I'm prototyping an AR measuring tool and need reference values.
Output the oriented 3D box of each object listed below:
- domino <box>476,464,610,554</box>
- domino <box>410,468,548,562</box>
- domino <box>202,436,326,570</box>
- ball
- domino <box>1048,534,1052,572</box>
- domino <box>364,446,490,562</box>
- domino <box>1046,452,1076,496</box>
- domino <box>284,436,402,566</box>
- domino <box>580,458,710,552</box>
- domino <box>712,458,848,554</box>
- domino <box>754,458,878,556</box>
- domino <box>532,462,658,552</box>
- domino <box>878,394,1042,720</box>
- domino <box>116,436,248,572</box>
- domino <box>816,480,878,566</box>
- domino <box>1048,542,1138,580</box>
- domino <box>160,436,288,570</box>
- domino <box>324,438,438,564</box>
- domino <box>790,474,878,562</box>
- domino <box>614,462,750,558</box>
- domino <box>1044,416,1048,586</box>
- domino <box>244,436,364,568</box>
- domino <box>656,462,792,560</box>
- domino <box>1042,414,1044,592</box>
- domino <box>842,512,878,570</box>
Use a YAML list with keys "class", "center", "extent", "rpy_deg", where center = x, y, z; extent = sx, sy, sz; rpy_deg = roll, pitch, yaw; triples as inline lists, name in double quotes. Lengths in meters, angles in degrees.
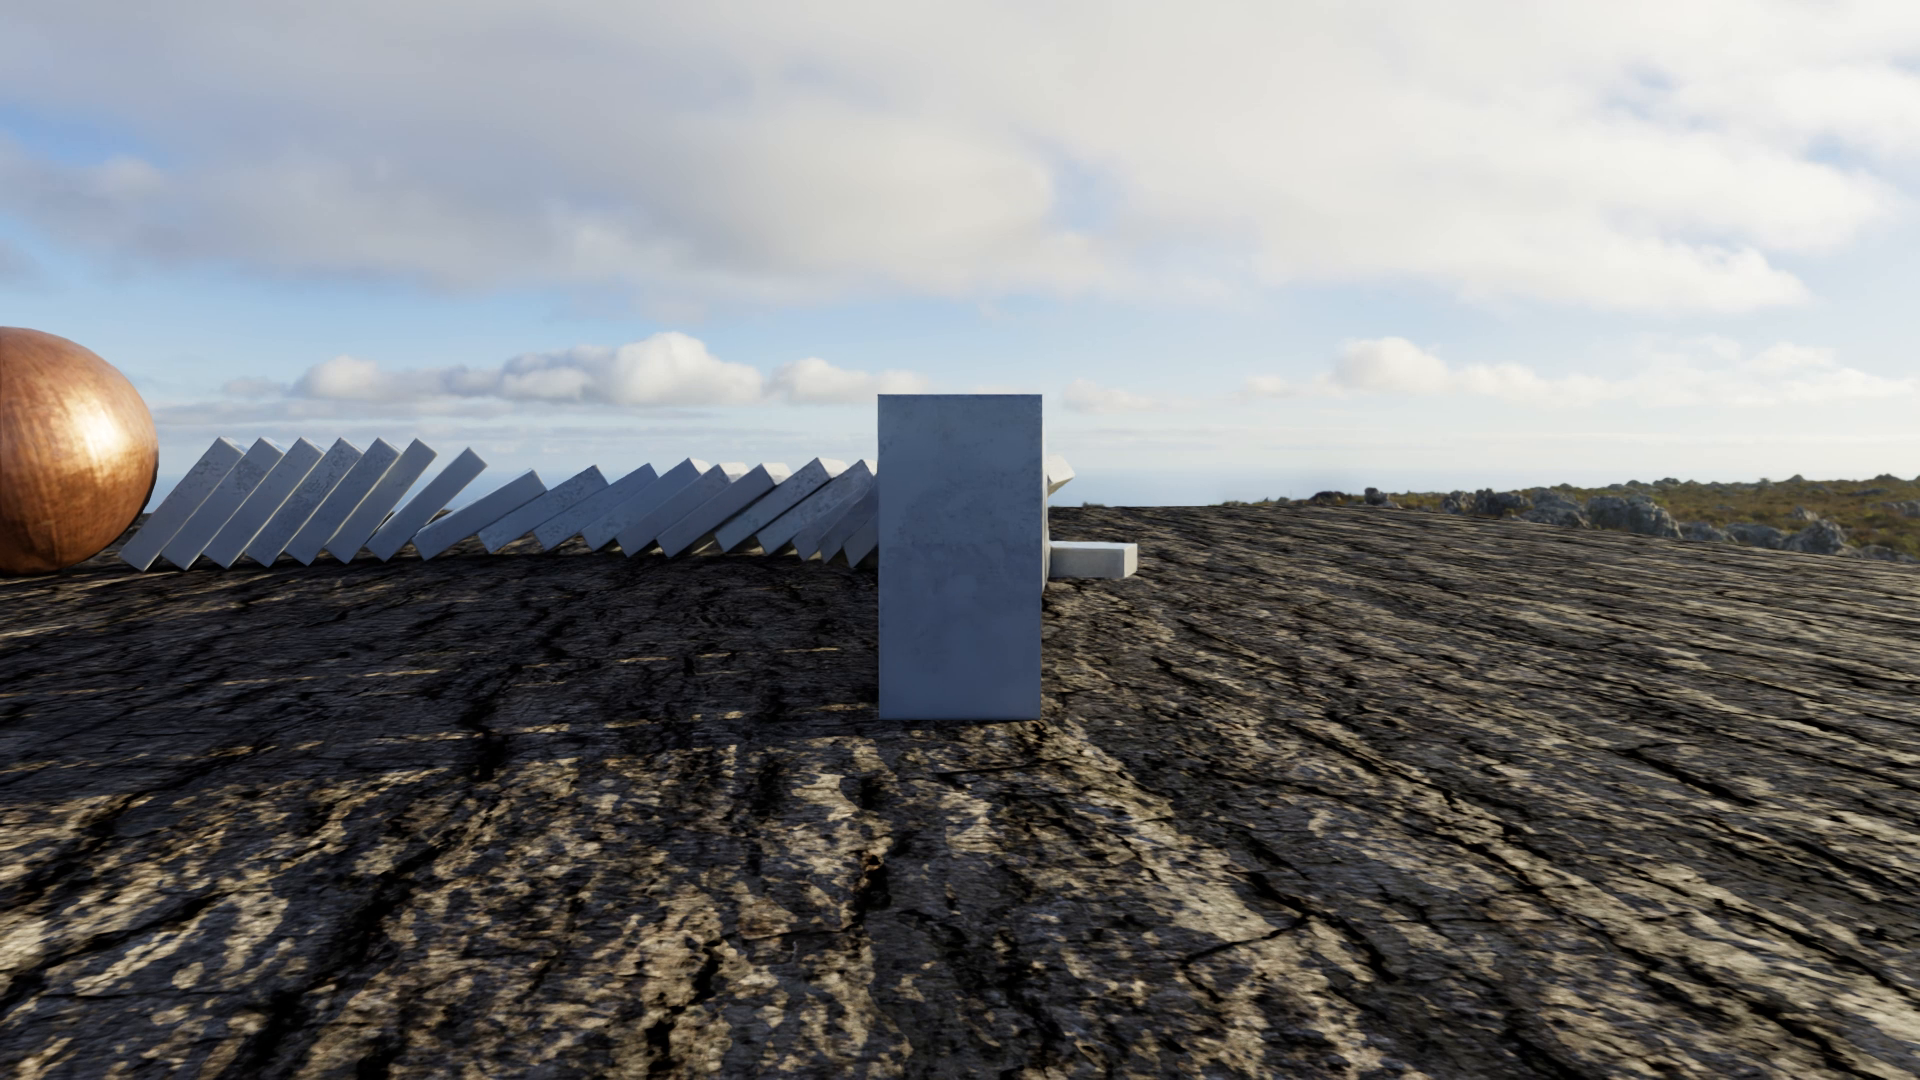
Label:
- class: "domino"
  center: [-0.160, -0.012, 0.490]
  extent: [0.050, 0.010, 0.025]
  rpy_deg: [-33, 11, -17]
- class: "domino"
  center: [-0.181, -0.010, 0.482]
  extent: [0.050, 0.009, 0.025]
  rpy_deg: [-33, 16, -17]
- class: "domino"
  center: [-0.242, -0.014, 0.448]
  extent: [0.009, 0.050, 0.025]
  rpy_deg: [40, -11, -20]
- class: "ball"
  center: [-0.304, -0.028, 0.412]
  extent: [0.080, 0.080, 0.080]
  rpy_deg: [0, 4, 0]
- class: "domino"
  center: [0.013, -0.012, 0.396]
  extent: [0.025, 0.050, 0.010]
  rpy_deg: [1, 31, 14]
- class: "domino"
  center: [-0.197, -0.014, 0.474]
  extent: [0.050, 0.009, 0.025]
  rpy_deg: [-47, 19, -13]
- class: "domino"
  center: [0.013, -0.009, 0.424]
  extent: [0.050, 0.009, 0.025]
  rpy_deg: [-37, -6, 23]
- class: "domino"
  center: [-0.220, -0.015, 0.459]
  extent: [0.010, 0.050, 0.025]
  rpy_deg: [40, -10, -20]
- class: "domino"
  center: [-0.118, -0.013, 0.491]
  extent: [0.050, 0.010, 0.025]
  rpy_deg: [-34, -2, 3]
- class: "domino"
  center: [-0.065, -0.012, 0.476]
  extent: [0.050, 0.010, 0.025]
  rpy_deg: [-34, -9, 15]
- class: "domino"
  center: [-0.049, -0.012, 0.473]
  extent: [0.050, 0.009, 0.025]
  rpy_deg: [-34, -9, 14]
- class: "domino"
  center: [-0.140, -0.012, 0.496]
  extent: [0.050, 0.009, 0.025]
  rpy_deg: [-33, 8, -14]
- class: "domino"
  center: [0.000, 0.002, 0.201]
  extent: [0.025, 0.050, 0.009]
  rpy_deg: [0, 4, 0]
- class: "domino"
  center: [-0.264, -0.013, 0.439]
  extent: [0.010, 0.050, 0.025]
  rpy_deg: [40, -11, -20]
- class: "domino"
  center: [-0.026, -0.007, 0.441]
  extent: [0.025, 0.009, 0.050]
  rpy_deg: [-3, -25, -38]
- class: "domino"
  center: [0.031, 0.006, 0.423]
  extent: [0.050, 0.009, 0.025]
  rpy_deg: [1, 4, 17]
- class: "domino"
  center: [-0.253, -0.013, 0.444]
  extent: [0.009, 0.050, 0.025]
  rpy_deg: [40, -11, -20]
- class: "domino"
  center: [-0.210, -0.015, 0.466]
  extent: [0.009, 0.050, 0.025]
  rpy_deg: [40, -11, -20]
- class: "domino"
  center: [-0.035, -0.010, 0.464]
  extent: [0.050, 0.009, 0.025]
  rpy_deg: [-36, -11, 24]
- class: "domino"
  center: [-0.103, -0.012, 0.484]
  extent: [0.050, 0.009, 0.025]
  rpy_deg: [-33, -3, 12]
- class: "domino"
  center: [0.013, -0.011, 0.381]
  extent: [0.025, 0.050, 0.010]
  rpy_deg: [1, 22, 8]
- class: "domino"
  center: [-0.231, -0.014, 0.454]
  extent: [0.009, 0.050, 0.025]
  rpy_deg: [40, -11, -20]
- class: "domino"
  center: [-0.087, -0.011, 0.478]
  extent: [0.050, 0.010, 0.025]
  rpy_deg: [-34, -3, 12]
- class: "domino"
  center: [0.011, -0.010, 0.367]
  extent: [0.025, 0.050, 0.009]
  rpy_deg: [1, 12, 7]
- class: "domino"
  center: [-0.015, -0.006, 0.425]
  extent: [0.025, 0.009, 0.050]
  rpy_deg: [-4, -26, -39]
